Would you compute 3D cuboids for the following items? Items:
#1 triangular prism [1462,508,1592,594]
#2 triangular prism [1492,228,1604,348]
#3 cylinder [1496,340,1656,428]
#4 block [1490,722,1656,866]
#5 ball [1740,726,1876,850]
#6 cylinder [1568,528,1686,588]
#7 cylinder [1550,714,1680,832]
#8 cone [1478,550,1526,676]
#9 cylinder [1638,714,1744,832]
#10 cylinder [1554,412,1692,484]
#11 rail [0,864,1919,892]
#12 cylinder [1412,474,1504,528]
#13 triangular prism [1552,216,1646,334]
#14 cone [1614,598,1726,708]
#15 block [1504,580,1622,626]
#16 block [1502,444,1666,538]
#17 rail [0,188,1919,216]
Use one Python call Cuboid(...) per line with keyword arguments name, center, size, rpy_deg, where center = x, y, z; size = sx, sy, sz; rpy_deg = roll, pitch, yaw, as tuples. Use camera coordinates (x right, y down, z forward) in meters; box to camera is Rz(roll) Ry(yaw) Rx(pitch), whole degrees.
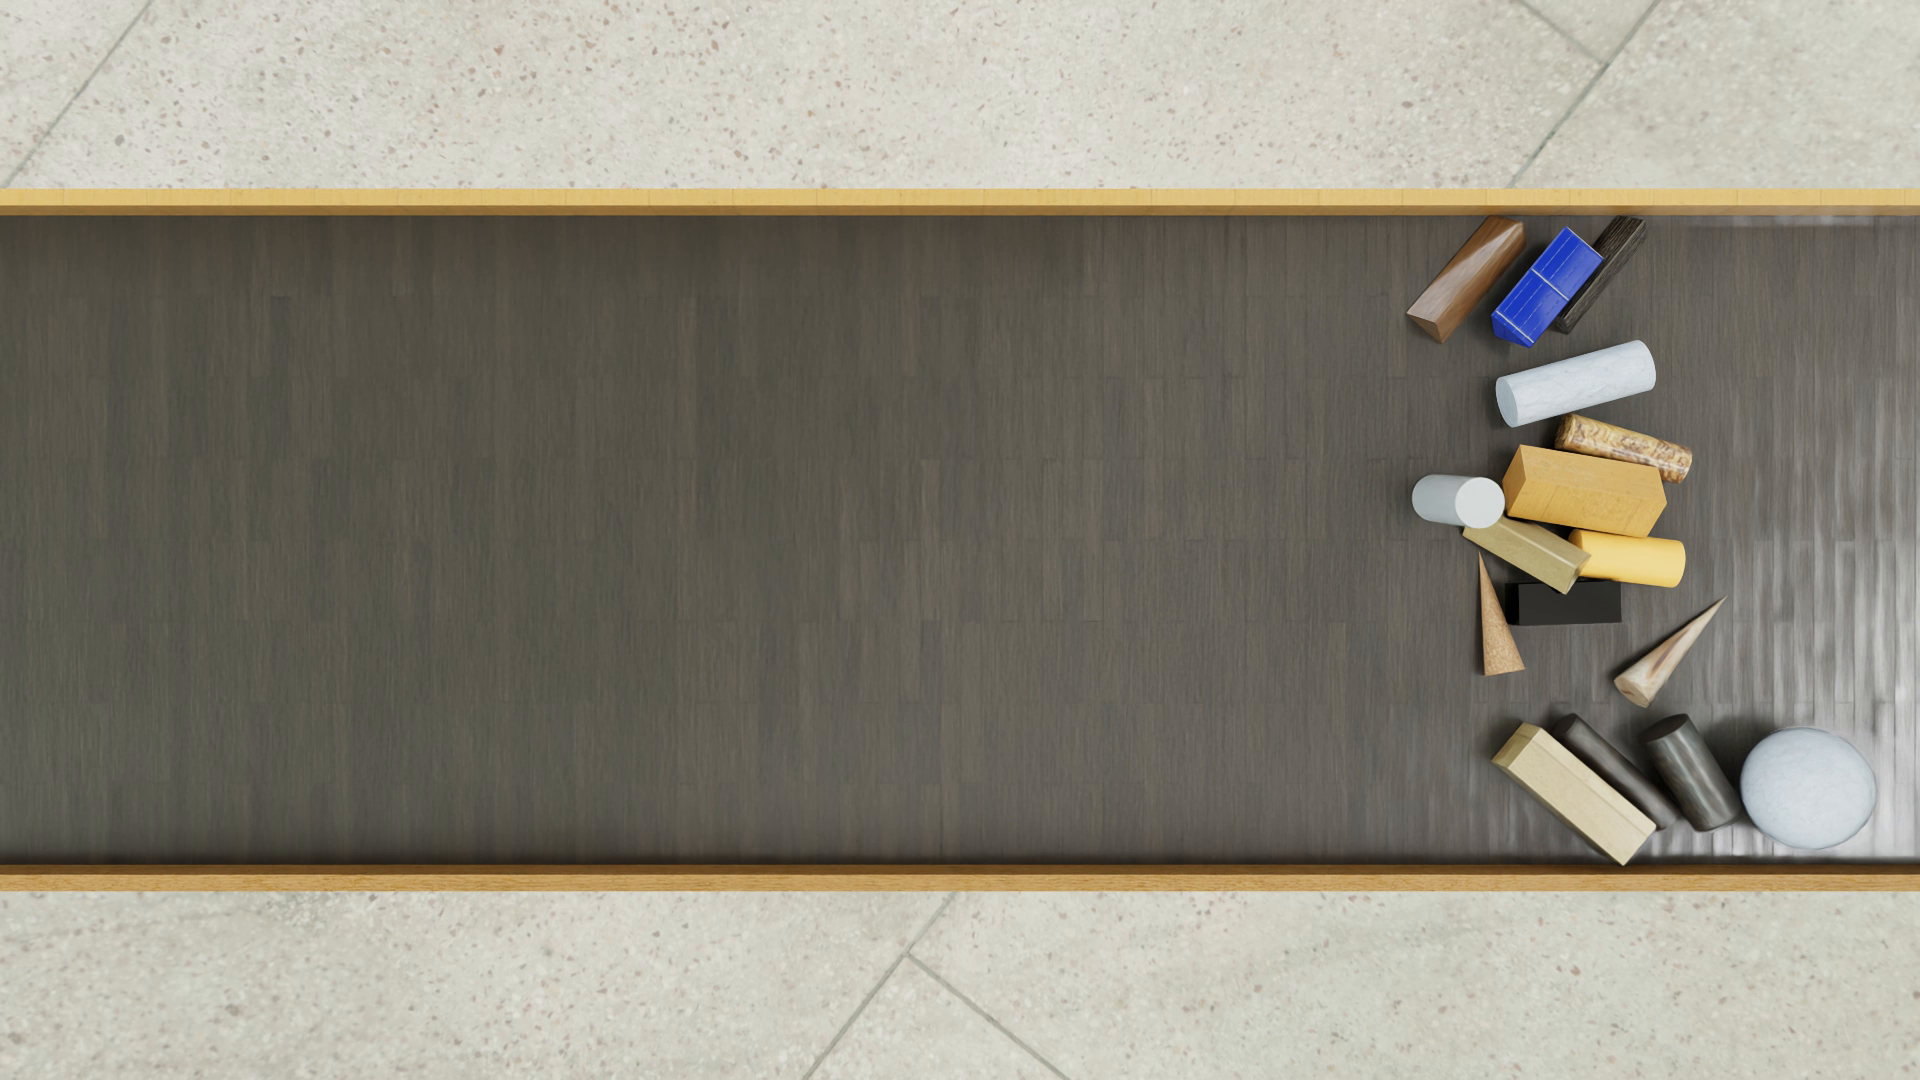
Cuboid(name="triangular prism", center=(1.692, 0.005, 4.941), size=(0.351, 0.119, 0.138), rpy_deg=(34, 93, 26))
Cuboid(name="triangular prism", center=(1.748, -0.772, 4.978), size=(0.132, 0.152, 0.347), rpy_deg=(40, 90, -33))
Cuboid(name="cylinder", center=(1.863, -0.473, 4.998), size=(0.428, 0.158, 0.158), rpy_deg=(-15, 90, 0))
Cuboid(name="block", center=(1.857, 0.766, 4.998), size=(0.453, 0.156, 0.156), rpy_deg=(40, 90, 0))
Cuboid(name="ball", center=(2.514, 0.736, 4.896), size=(0.360, 0.360, 0.360), rpy_deg=(0, 90, 0))
Cuboid(name="cylinder", center=(2.015, 0.054, 5.004), size=(0.309, 0.144, 0.144), rpy_deg=(7, 90, 0))
Cuboid(name="cylinder", center=(1.995, 0.707, 5.024), size=(0.421, 0.105, 0.105), rpy_deg=(42, 90, 0))
Cuboid(name="cone", center=(1.628, 0.217, 5.047), size=(0.119, 0.119, 0.383), rpy_deg=(-9, 81, 0))
Cuboid(name="cylinder", center=(2.214, 0.704, 4.996), size=(0.160, 0.160, 0.318), rpy_deg=(-32, 90, 0))
Cuboid(name="cylinder", center=(2.016, -0.279, 5.018), size=(0.377, 0.117, 0.117), rpy_deg=(16, 90, 0))
Cuboid(name="rail", center=(-2.247, 1.025, 5.001), size=(12.000, 0.150, 0.050), rpy_deg=(0, 90, 0))
Cuboid(name="cylinder", center=(1.474, -0.118, 4.894), size=(0.146, 0.351, 0.146), rpy_deg=(0, 94, -5))
Cuboid(name="triangular prism", center=(1.946, -0.815, 5.026), size=(0.111, 0.096, 0.382), rpy_deg=(39, 90, 0))
Cuboid(name="cone", center=(2.203, 0.317, 5.046), size=(0.441, 0.123, 0.123), rpy_deg=(-42, 90, -8))
Cuboid(name="block", center=(1.832, 0.191, 5.014), size=(0.307, 0.125, 0.125), rpy_deg=(-2, 90, 0))
Cuboid(name="block", center=(1.876, -0.146, 4.968), size=(0.421, 0.154, 0.154), rpy_deg=(9, 47, 0))
Cuboid(name="rail", center=(-2.247, -1.025, 5.002), size=(12.000, 0.150, 0.050), rpy_deg=(0, 90, 0))
